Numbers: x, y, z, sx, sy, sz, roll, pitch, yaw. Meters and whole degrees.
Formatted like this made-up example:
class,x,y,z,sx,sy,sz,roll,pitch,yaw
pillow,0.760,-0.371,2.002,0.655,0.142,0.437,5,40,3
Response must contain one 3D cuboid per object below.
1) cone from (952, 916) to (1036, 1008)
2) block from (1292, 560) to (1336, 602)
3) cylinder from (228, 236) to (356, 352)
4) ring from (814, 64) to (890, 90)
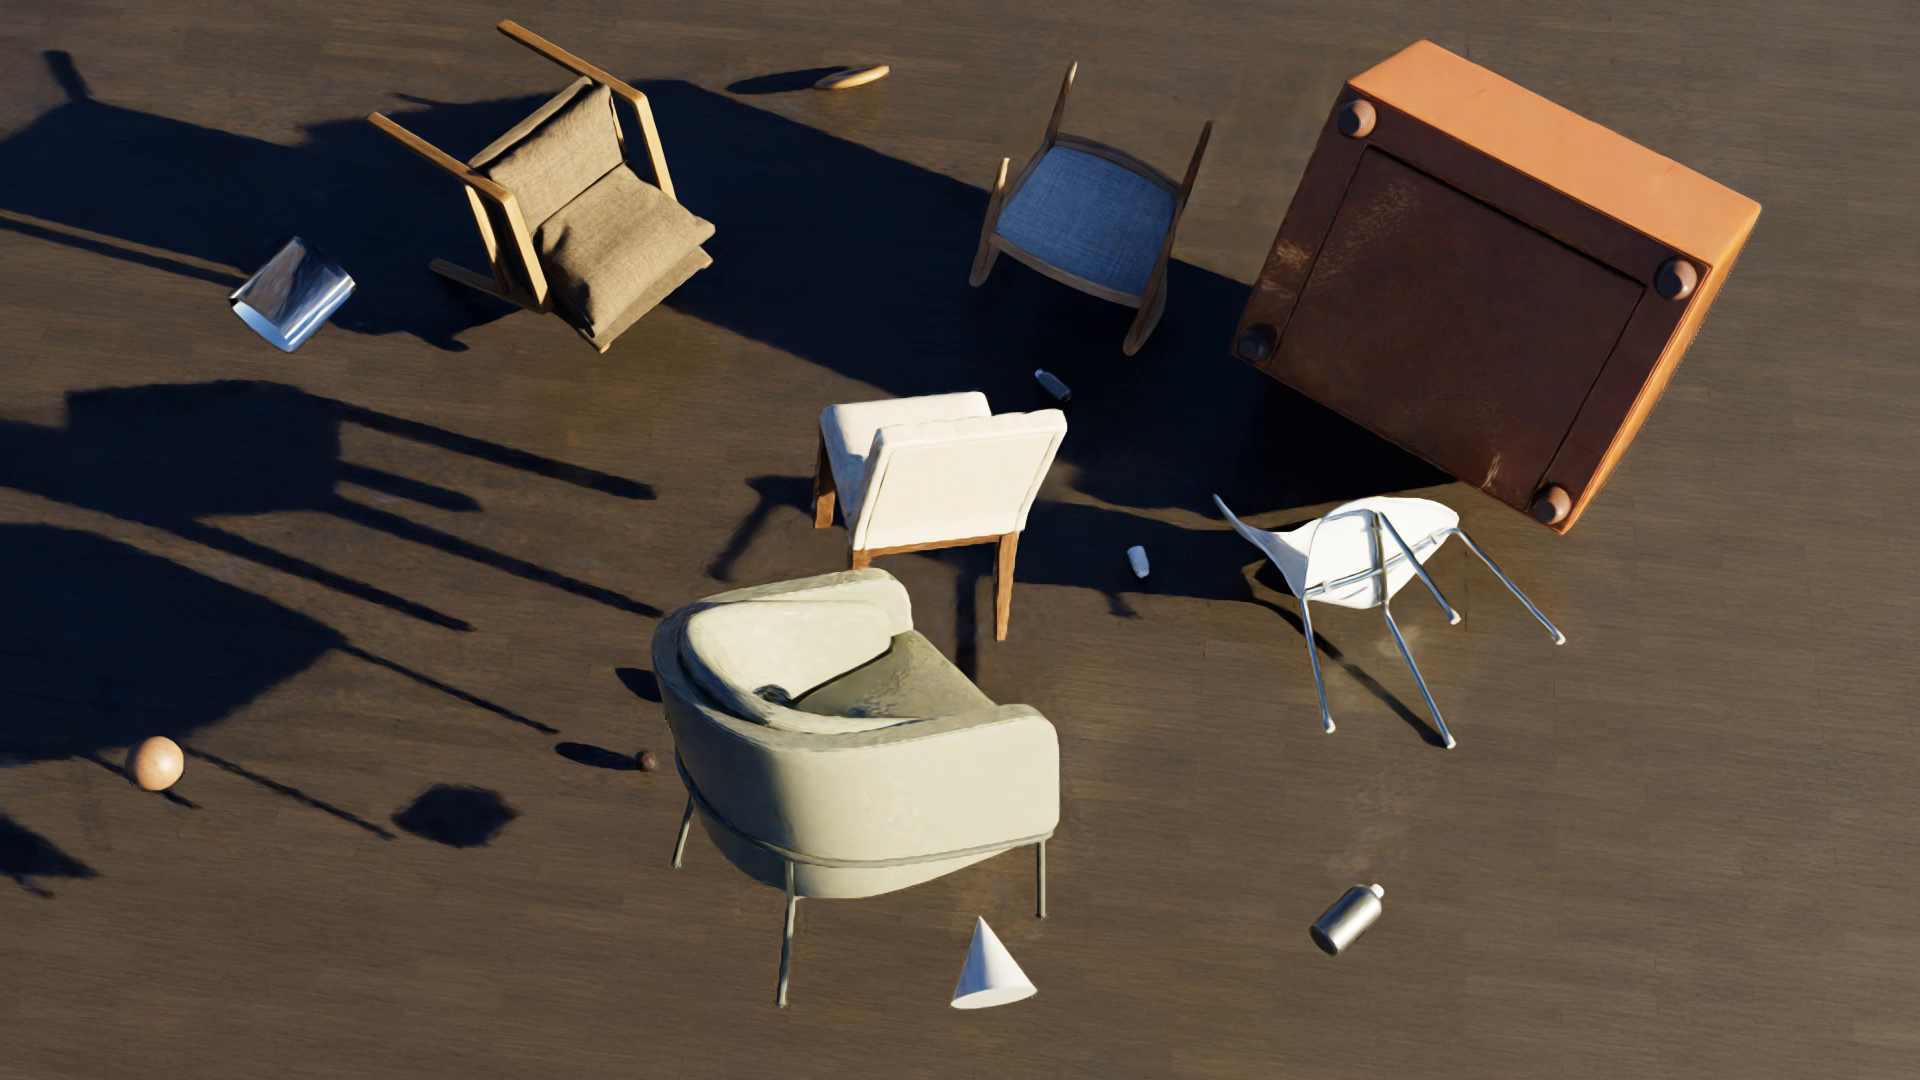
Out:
class,x,y,z,sx,sy,sz,roll,pitch,yaw
cone,0.059,0.912,4.820,0.192,0.186,0.184,14,57,-45
block,1.041,0.118,6.469,0.083,0.041,0.091,31,62,19
cylinder,-1.785,-0.658,5.886,0.223,0.135,0.248,37,65,4
ring,-0.373,-1.589,7.557,0.281,0.039,0.217,-23,22,-27
